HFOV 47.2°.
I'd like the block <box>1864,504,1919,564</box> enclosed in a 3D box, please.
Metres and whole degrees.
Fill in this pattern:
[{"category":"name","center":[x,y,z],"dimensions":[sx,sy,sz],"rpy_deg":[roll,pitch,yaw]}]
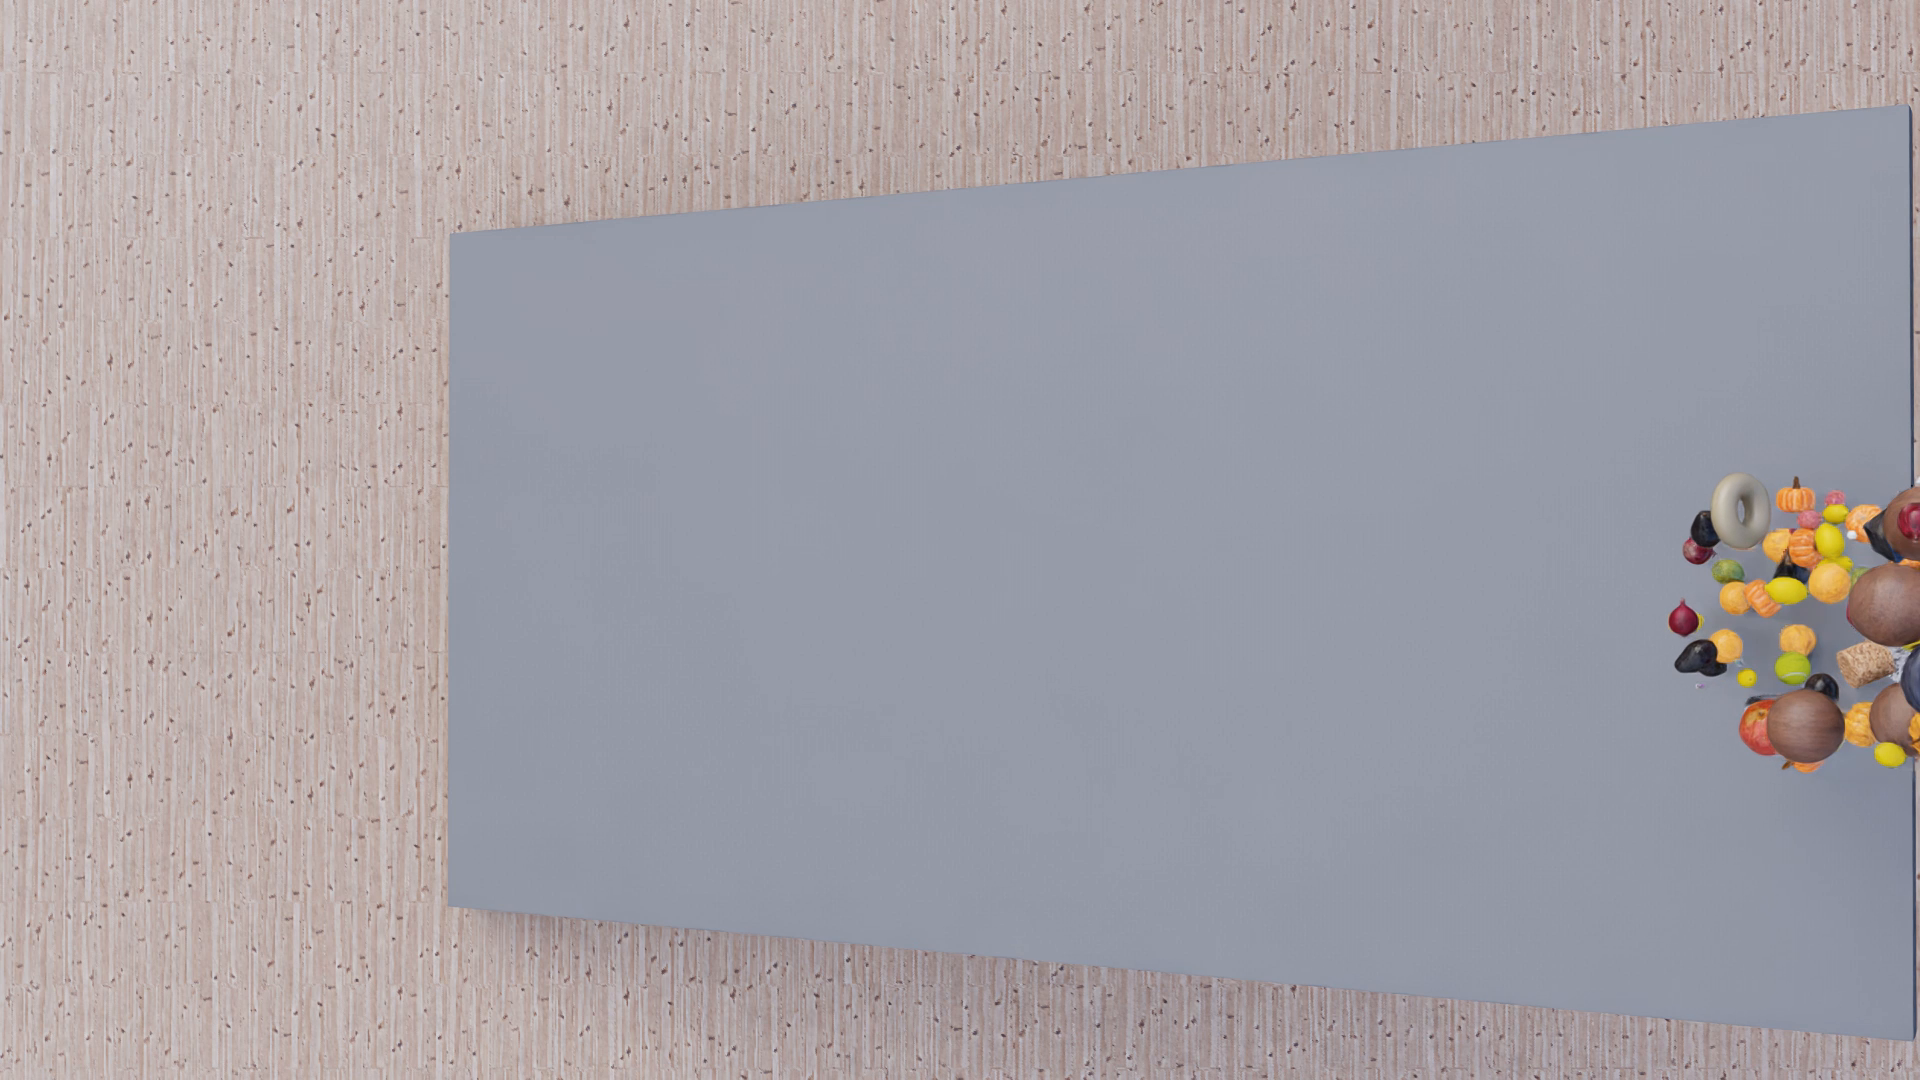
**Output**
[{"category":"block","center":[1.641,-0.010,3.863],"dimensions":[0.062,0.062,0.062],"rpy_deg":[-36,118,0]}]

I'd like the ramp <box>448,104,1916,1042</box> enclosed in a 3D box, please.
[{"category":"ramp","center":[0.278,0.078,5.658],"dimensions":[4.000,0.100,2.000],"rpy_deg":[0,89,27]}]

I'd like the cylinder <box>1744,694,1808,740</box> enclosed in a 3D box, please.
[{"category":"cylinder","center":[1.743,0.378,4.697],"dimensions":[0.095,0.095,0.095],"rpy_deg":[-3,89,-8]}]

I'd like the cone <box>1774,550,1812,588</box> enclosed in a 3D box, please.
[{"category":"cone","center":[1.674,0.045,4.432],"dimensions":[0.072,0.072,0.072],"rpy_deg":[-25,126,0]}]

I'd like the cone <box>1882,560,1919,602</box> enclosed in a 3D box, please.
[{"category":"cone","center":[1.794,0.059,4.205],"dimensions":[0.084,0.084,0.084],"rpy_deg":[-27,108,0]}]

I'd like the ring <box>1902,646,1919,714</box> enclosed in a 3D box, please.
[{"category":"ring","center":[1.502,0.209,3.349],"dimensions":[0.136,0.045,0.136],"rpy_deg":[-1,103,-3]}]

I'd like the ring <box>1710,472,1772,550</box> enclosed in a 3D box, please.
[{"category":"ring","center":[1.502,-0.056,4.228],"dimensions":[0.148,0.049,0.148],"rpy_deg":[2,86,-32]}]
